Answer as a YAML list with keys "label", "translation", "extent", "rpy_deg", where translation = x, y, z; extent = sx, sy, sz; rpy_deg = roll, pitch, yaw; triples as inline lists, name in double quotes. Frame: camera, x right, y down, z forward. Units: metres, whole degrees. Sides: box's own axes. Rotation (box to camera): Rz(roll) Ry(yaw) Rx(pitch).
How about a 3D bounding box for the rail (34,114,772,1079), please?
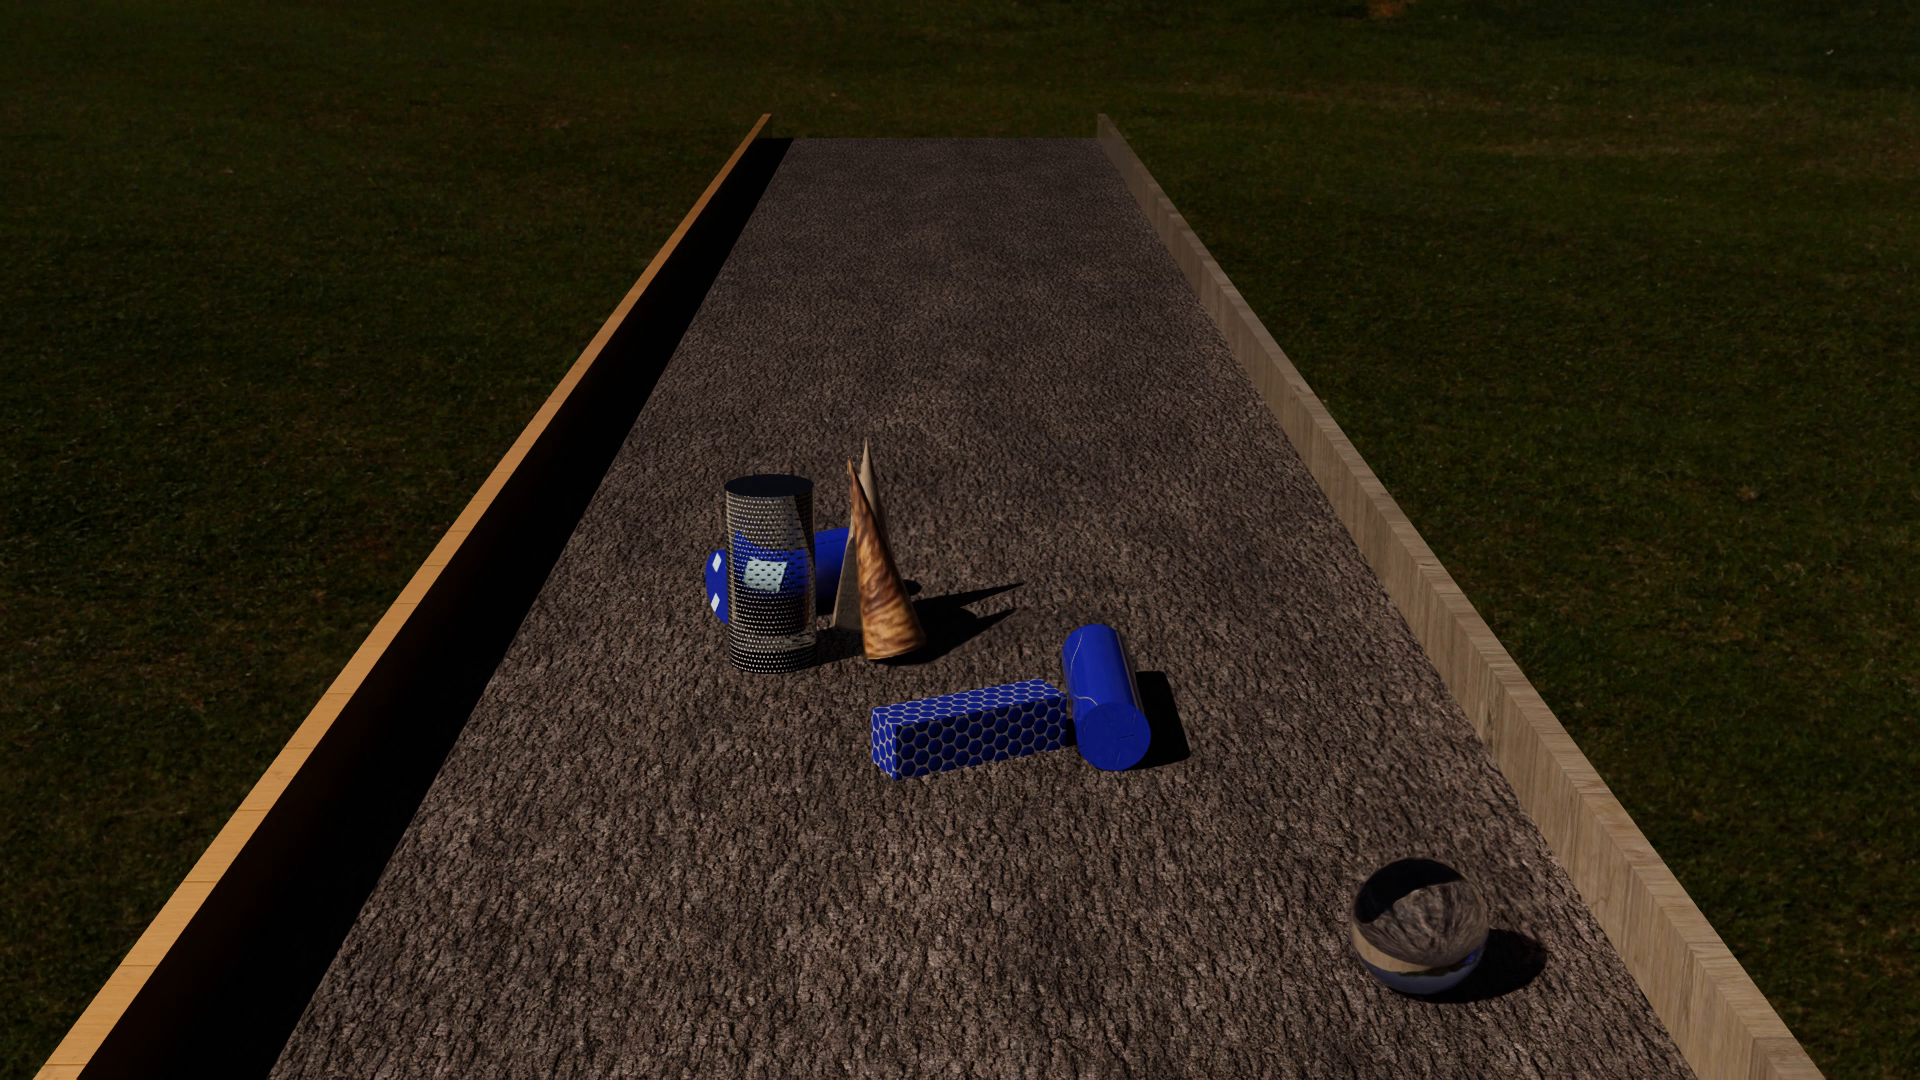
- label: "rail"
  translation: [-1.118, -0.838, 7.780]
  extent: [0.050, 0.150, 12.000]
  rpy_deg: [0, 17, -1]

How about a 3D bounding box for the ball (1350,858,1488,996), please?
- label: "ball"
  translation: [0.642, 0.540, 3.078]
  extent: [0.190, 0.190, 0.190]
  rpy_deg: [0, 17, 0]

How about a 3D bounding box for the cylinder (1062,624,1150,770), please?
- label: "cylinder"
  translation: [0.265, 0.283, 4.045]
  extent: [0.130, 0.130, 0.422]
  rpy_deg: [0, 17, -1]

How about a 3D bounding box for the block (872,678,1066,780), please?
- label: "block"
  translation: [0.017, 0.336, 3.922]
  extent: [0.339, 0.101, 0.101]
  rpy_deg: [-8, 18, -26]

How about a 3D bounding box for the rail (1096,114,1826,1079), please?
- label: "rail"
  translation: [0.932, -0.844, 7.801]
  extent: [0.050, 0.150, 12.000]
  rpy_deg: [0, 17, -1]

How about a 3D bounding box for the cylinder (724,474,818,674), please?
- label: "cylinder"
  translation: [-0.375, 0.066, 4.371]
  extent: [0.177, 0.361, 0.177]
  rpy_deg: [0, 17, 0]

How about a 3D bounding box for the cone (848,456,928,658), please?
- label: "cone"
  translation: [-0.175, 0.023, 4.397]
  extent: [0.132, 0.408, 0.132]
  rpy_deg: [-13, 9, 2]

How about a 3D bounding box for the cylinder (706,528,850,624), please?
- label: "cylinder"
  translation: [-0.368, 0.075, 4.699]
  extent: [0.312, 0.158, 0.158]
  rpy_deg: [-11, 20, -32]

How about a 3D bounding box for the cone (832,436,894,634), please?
- label: "cone"
  translation: [-0.192, -0.021, 4.591]
  extent: [0.160, 0.402, 0.160]
  rpy_deg: [0, 17, 0]
